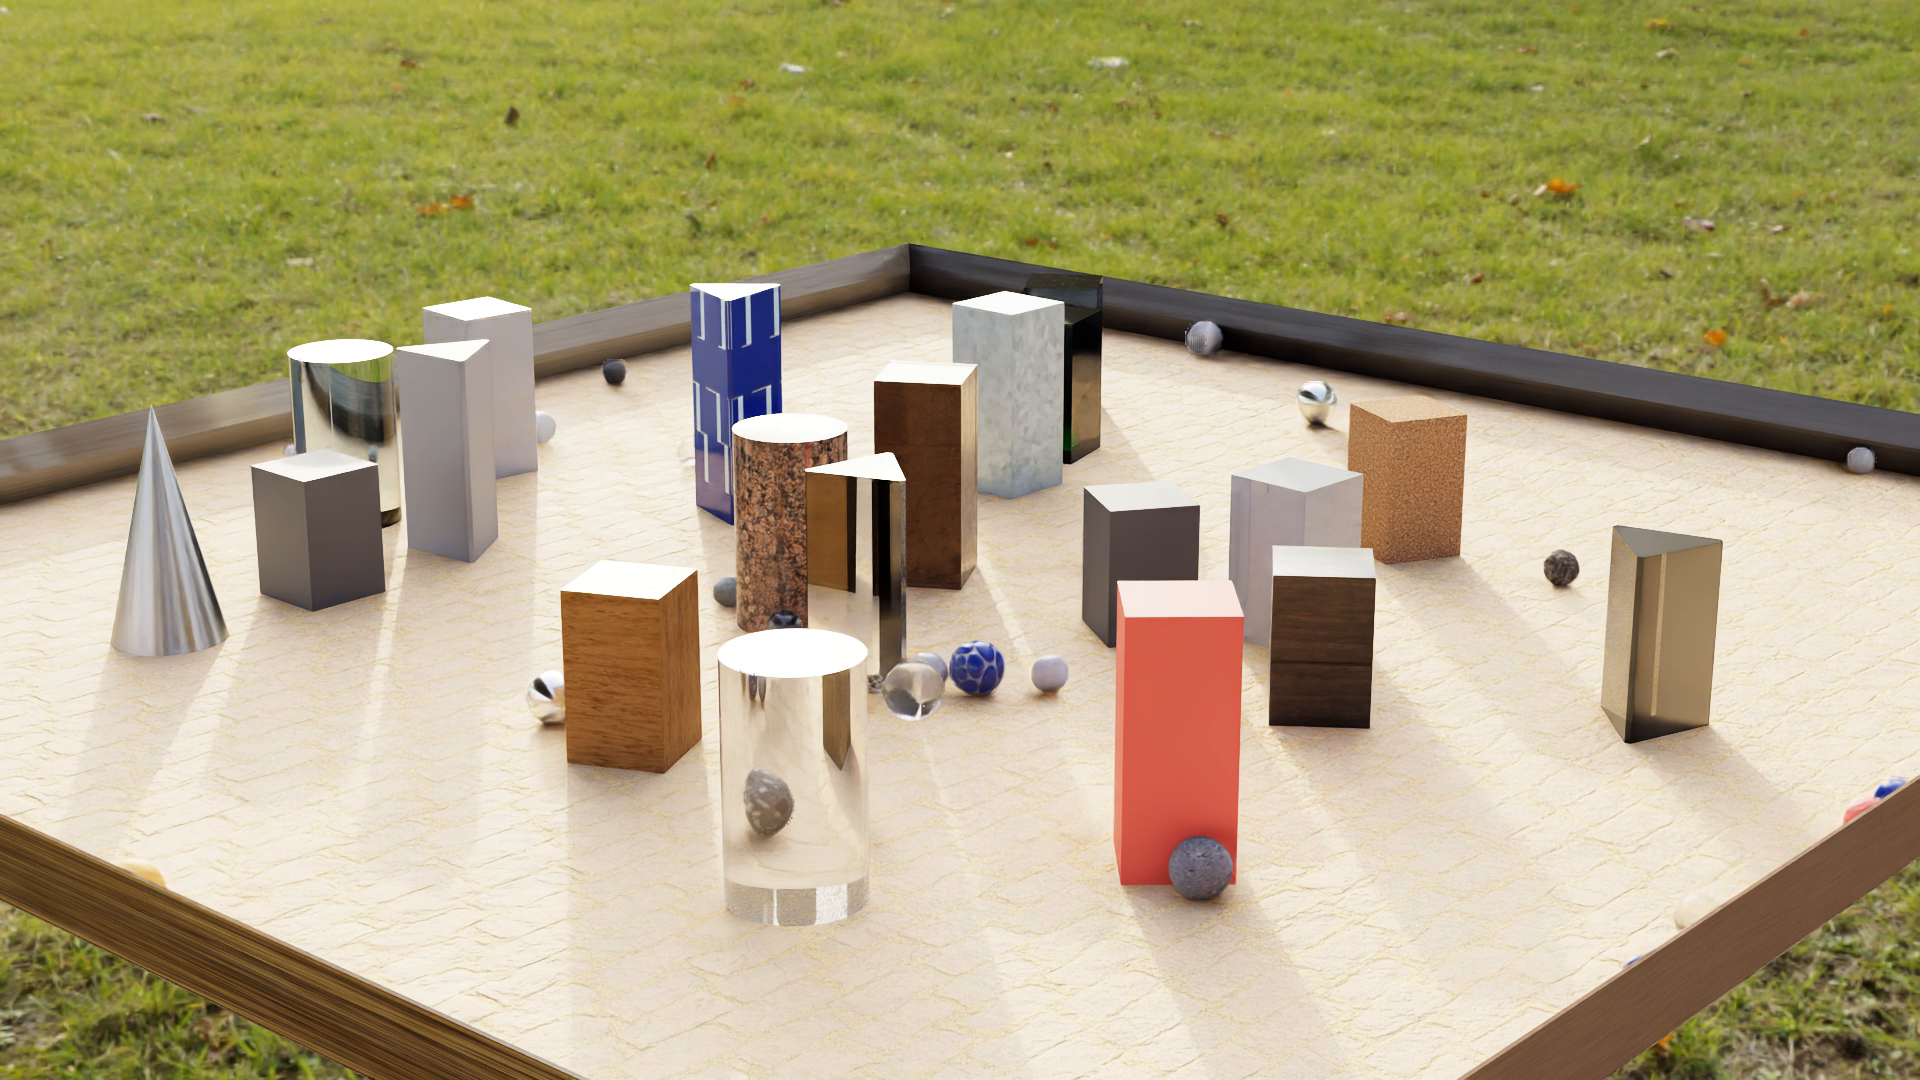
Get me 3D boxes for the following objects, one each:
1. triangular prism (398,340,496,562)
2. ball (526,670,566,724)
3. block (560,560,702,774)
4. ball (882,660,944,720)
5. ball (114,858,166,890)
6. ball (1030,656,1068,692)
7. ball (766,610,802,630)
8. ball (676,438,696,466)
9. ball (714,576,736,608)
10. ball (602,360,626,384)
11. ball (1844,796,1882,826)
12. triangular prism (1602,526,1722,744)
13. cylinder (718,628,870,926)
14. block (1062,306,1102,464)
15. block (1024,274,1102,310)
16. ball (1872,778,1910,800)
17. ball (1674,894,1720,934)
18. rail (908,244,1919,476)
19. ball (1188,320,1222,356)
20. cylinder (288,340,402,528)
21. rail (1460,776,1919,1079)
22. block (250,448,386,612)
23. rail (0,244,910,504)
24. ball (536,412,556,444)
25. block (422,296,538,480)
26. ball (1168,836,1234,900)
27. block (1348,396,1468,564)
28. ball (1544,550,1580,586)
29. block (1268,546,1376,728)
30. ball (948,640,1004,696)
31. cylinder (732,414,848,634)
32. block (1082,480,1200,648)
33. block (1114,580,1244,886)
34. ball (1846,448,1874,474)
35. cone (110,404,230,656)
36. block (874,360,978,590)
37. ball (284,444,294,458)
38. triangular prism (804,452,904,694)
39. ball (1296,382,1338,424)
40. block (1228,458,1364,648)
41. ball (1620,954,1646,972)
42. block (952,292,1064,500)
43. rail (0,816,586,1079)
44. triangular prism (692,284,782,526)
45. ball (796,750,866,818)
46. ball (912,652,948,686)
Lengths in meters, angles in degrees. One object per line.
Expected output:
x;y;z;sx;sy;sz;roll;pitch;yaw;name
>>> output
-0.907;-0.169;5.357;0.167;0.375;0.145;12;21;35;triangular prism
-0.625;0.242;4.501;0.082;0.082;0.082;0;17;0;ball
-0.487;0.187;4.360;0.154;0.269;0.154;5;17;16;block
-0.073;0.232;4.517;0.093;0.093;0.093;0;17;0;ball
-1.071;0.454;3.799;0.081;0.081;0.081;0;17;0;ball
0.142;0.212;4.640;0.059;0.059;0.059;0;17;0;ball
-0.291;0.145;4.860;0.059;0.059;0.059;0;17;0;ball
-0.546;-0.177;5.937;0.055;0.055;0.055;0;17;0;ball
-0.400;0.090;5.056;0.053;0.053;0.053;0;17;0;ball
-0.778;-0.377;6.604;0.053;0.053;0.053;0;17;0;ball
1.253;0.388;4.038;0.071;0.071;0.071;0;17;0;ball
1.042;0.136;4.484;0.167;0.294;0.145;-10;19;-29;triangular prism
-0.216;0.308;3.833;0.193;0.341;0.193;0;17;0;cylinder
0.189;-0.322;6.007;0.154;0.291;0.154;8;18;24;block
0.223;-0.418;6.333;0.154;0.286;0.154;2;17;7;block
1.312;0.368;4.103;0.070;0.070;0.070;0;17;0;ball
0.942;0.483;3.737;0.063;0.063;0.063;0;17;0;ball
1.185;-0.363;6.427;3.530;0.125;0.045;14;22;39;rail
0.574;-0.472;6.867;0.082;0.082;0.082;0;17;0;ball
-1.158;-0.197;5.530;0.193;0.328;0.193;0;17;0;cylinder
1.315;0.361;4.027;0.045;0.125;3.663;14;22;39;rail
-1.117;-0.019;5.106;0.154;0.232;0.154;15;22;40;block
-1.315;-0.298;6.213;0.045;0.125;3.663;14;22;39;rail
-0.874;-0.235;6.108;0.067;0.067;0.067;0;17;0;ball
-0.959;-0.301;5.867;0.154;0.332;0.154;-15;22;-40;block
0.318;0.432;3.866;0.084;0.084;0.084;0;17;0;ball
0.813;-0.111;5.354;0.154;0.265;0.154;-6;18;-21;block
1.061;0.048;5.175;0.063;0.063;0.063;0;17;0;ball
0.558;0.149;4.533;0.154;0.242;0.154;2;17;5;block
0.026;0.201;4.626;0.088;0.088;0.088;0;17;0;ball
-0.284;-0.025;4.940;0.193;0.339;0.193;0;17;0;cylinder
0.301;0.039;4.909;0.154;0.235;0.154;-4;17;-13;block
0.291;0.258;3.938;0.154;0.377;0.154;0;17;-1;block
1.806;-0.160;5.882;0.053;0.053;0.053;0;17;0;ball
-1.321;-0.031;4.847;0.193;0.404;0.193;0;17;0;cone
-0.059;-0.116;5.186;0.154;0.371;0.154;3;17;11;block
-1.344;-0.171;5.931;0.047;0.047;0.047;0;17;0;ball
-0.138;0.050;4.667;0.167;0.354;0.145;6;18;20;triangular prism
0.761;-0.292;6.259;0.088;0.088;0.088;0;17;0;ball
0.556;0.026;4.871;0.154;0.281;0.154;16;23;42;block
0.834;0.533;3.597;0.048;0.048;0.048;0;17;0;ball
0.094;-0.286;5.756;0.154;0.367;0.154;15;22;40;block
-1.185;0.426;3.813;3.530;0.125;0.045;14;22;39;rail
-0.447;-0.266;5.577;0.145;0.433;0.167;10;19;29;triangular prism
-0.182;0.345;4.135;0.096;0.096;0.096;0;17;0;ball
-0.051;0.209;4.637;0.066;0.066;0.066;0;17;0;ball
